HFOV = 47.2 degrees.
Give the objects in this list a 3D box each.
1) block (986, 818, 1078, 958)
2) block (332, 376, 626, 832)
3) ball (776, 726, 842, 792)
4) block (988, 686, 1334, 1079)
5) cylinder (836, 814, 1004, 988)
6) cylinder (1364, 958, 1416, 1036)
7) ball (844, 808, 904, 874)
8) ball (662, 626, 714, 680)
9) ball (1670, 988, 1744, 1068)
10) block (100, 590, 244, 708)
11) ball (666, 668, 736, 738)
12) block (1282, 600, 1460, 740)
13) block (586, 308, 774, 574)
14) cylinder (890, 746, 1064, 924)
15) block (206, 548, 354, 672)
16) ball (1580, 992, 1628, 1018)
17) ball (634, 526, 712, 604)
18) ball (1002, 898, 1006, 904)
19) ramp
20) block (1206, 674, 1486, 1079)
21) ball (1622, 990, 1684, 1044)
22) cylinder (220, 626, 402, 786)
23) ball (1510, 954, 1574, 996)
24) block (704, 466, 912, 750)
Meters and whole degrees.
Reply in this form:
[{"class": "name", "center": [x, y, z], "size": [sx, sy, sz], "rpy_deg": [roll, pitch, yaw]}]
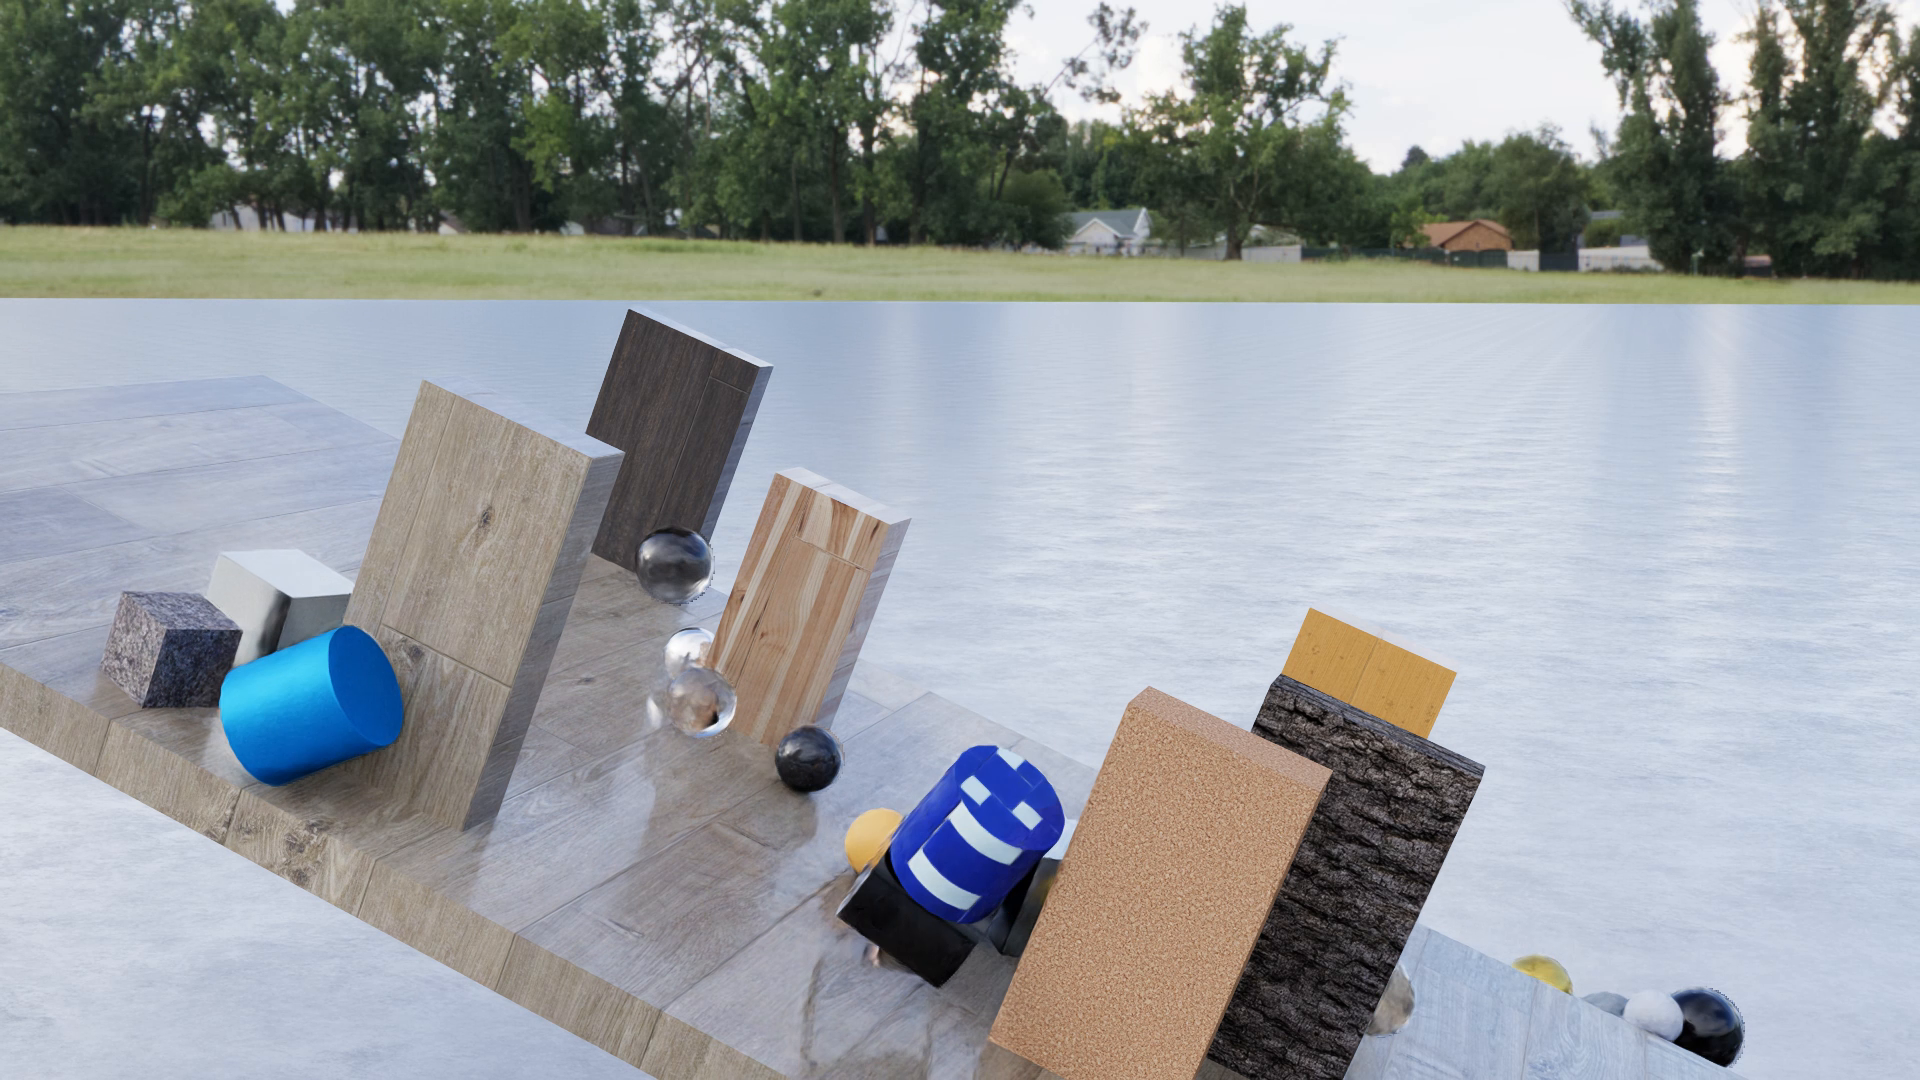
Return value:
[{"class": "block", "center": [0.158, 0.625, 3.954], "size": [0.197, 0.197, 0.197], "rpy_deg": [15, 14, -26]}, {"class": "block", "center": [-0.801, 0.101, 3.527], "size": [0.314, 0.652, 0.114], "rpy_deg": [24, 13, 13]}, {"class": "ball", "center": [-0.291, 0.421, 4.225], "size": [0.129, 0.129, 0.129], "rpy_deg": [0, 7, 0]}, {"class": "block", "center": [0.314, 0.579, 3.478], "size": [0.319, 0.602, 0.149], "rpy_deg": [24, 13, 13]}, {"class": "cylinder", "center": [-0.063, 0.593, 3.615], "size": [0.204, 0.204, 0.204], "rpy_deg": [36, 8, -1]}, {"class": "cylinder", "center": [0.783, 0.845, 4.181], "size": [0.141, 0.141, 0.141], "rpy_deg": [0, 13, 2]}, {"class": "ball", "center": [-0.141, 0.547, 3.942], "size": [0.131, 0.131, 0.131], "rpy_deg": [0, 7, 0]}, {"class": "ball", "center": [-0.550, 0.243, 4.546], "size": [0.126, 0.126, 0.126], "rpy_deg": [0, 7, 0]}, {"class": "ball", "center": [1.708, 1.138, 5.093], "size": [0.200, 0.200, 0.200], "rpy_deg": [0, 7, 0]}, {"class": "block", "center": [-1.285, 0.178, 3.584], "size": [0.141, 0.141, 0.141], "rpy_deg": [30, 15, 34]}, {"class": "ball", "center": [-0.505, 0.317, 4.290], "size": [0.137, 0.137, 0.137], "rpy_deg": [0, 7, 0]}, {"class": "block", "center": [0.699, 0.490, 4.302], "size": [0.301, 0.676, 0.105], "rpy_deg": [24, 13, 13]}, {"class": "block", "center": [-0.701, -0.210, 5.157], "size": [0.352, 0.573, 0.086], "rpy_deg": [24, 13, 13]}, {"class": "cylinder", "center": [0.026, 0.465, 3.479], "size": [0.201, 0.201, 0.201], "rpy_deg": [25, 36, -20]}, {"class": "block", "center": [-1.182, 0.139, 3.821], "size": [0.182, 0.182, 0.182], "rpy_deg": [27, 14, 24]}, {"class": "ball", "center": [1.483, 1.141, 5.049], "size": [0.203, 0.203, 0.203], "rpy_deg": [0, 7, 0]}, {"class": "ball", "center": [-0.655, 0.055, 5.032], "size": [0.178, 0.178, 0.178], "rpy_deg": [0, 7, 0]}, {"class": "ball", "center": [-0.007, 0.580, 3.852], "size": [0.199, 0.199, 0.199], "rpy_deg": [0, 7, 0]}, {"class": "ramp", "center": [-0.308, 0.547, 4.196], "size": [4.000, 0.100, 2.000], "rpy_deg": [24, 13, 13]}, {"class": "block", "center": [0.582, 0.600, 3.730], "size": [0.372, 0.643, 0.108], "rpy_deg": [24, 13, 13]}, {"class": "ball", "center": [1.531, 1.059, 4.858], "size": [0.129, 0.129, 0.129], "rpy_deg": [0, 7, 0]}, {"class": "cylinder", "center": [-1.003, 0.257, 3.409], "size": [0.195, 0.195, 0.195], "rpy_deg": [-20, 2, 13]}, {"class": "ball", "center": [1.338, 1.043, 5.101], "size": [0.163, 0.163, 0.163], "rpy_deg": [0, 7, 0]}, {"class": "block", "center": [-0.322, 0.146, 4.421], "size": [0.257, 0.519, 0.134], "rpy_deg": [24, 13, 13]}]
